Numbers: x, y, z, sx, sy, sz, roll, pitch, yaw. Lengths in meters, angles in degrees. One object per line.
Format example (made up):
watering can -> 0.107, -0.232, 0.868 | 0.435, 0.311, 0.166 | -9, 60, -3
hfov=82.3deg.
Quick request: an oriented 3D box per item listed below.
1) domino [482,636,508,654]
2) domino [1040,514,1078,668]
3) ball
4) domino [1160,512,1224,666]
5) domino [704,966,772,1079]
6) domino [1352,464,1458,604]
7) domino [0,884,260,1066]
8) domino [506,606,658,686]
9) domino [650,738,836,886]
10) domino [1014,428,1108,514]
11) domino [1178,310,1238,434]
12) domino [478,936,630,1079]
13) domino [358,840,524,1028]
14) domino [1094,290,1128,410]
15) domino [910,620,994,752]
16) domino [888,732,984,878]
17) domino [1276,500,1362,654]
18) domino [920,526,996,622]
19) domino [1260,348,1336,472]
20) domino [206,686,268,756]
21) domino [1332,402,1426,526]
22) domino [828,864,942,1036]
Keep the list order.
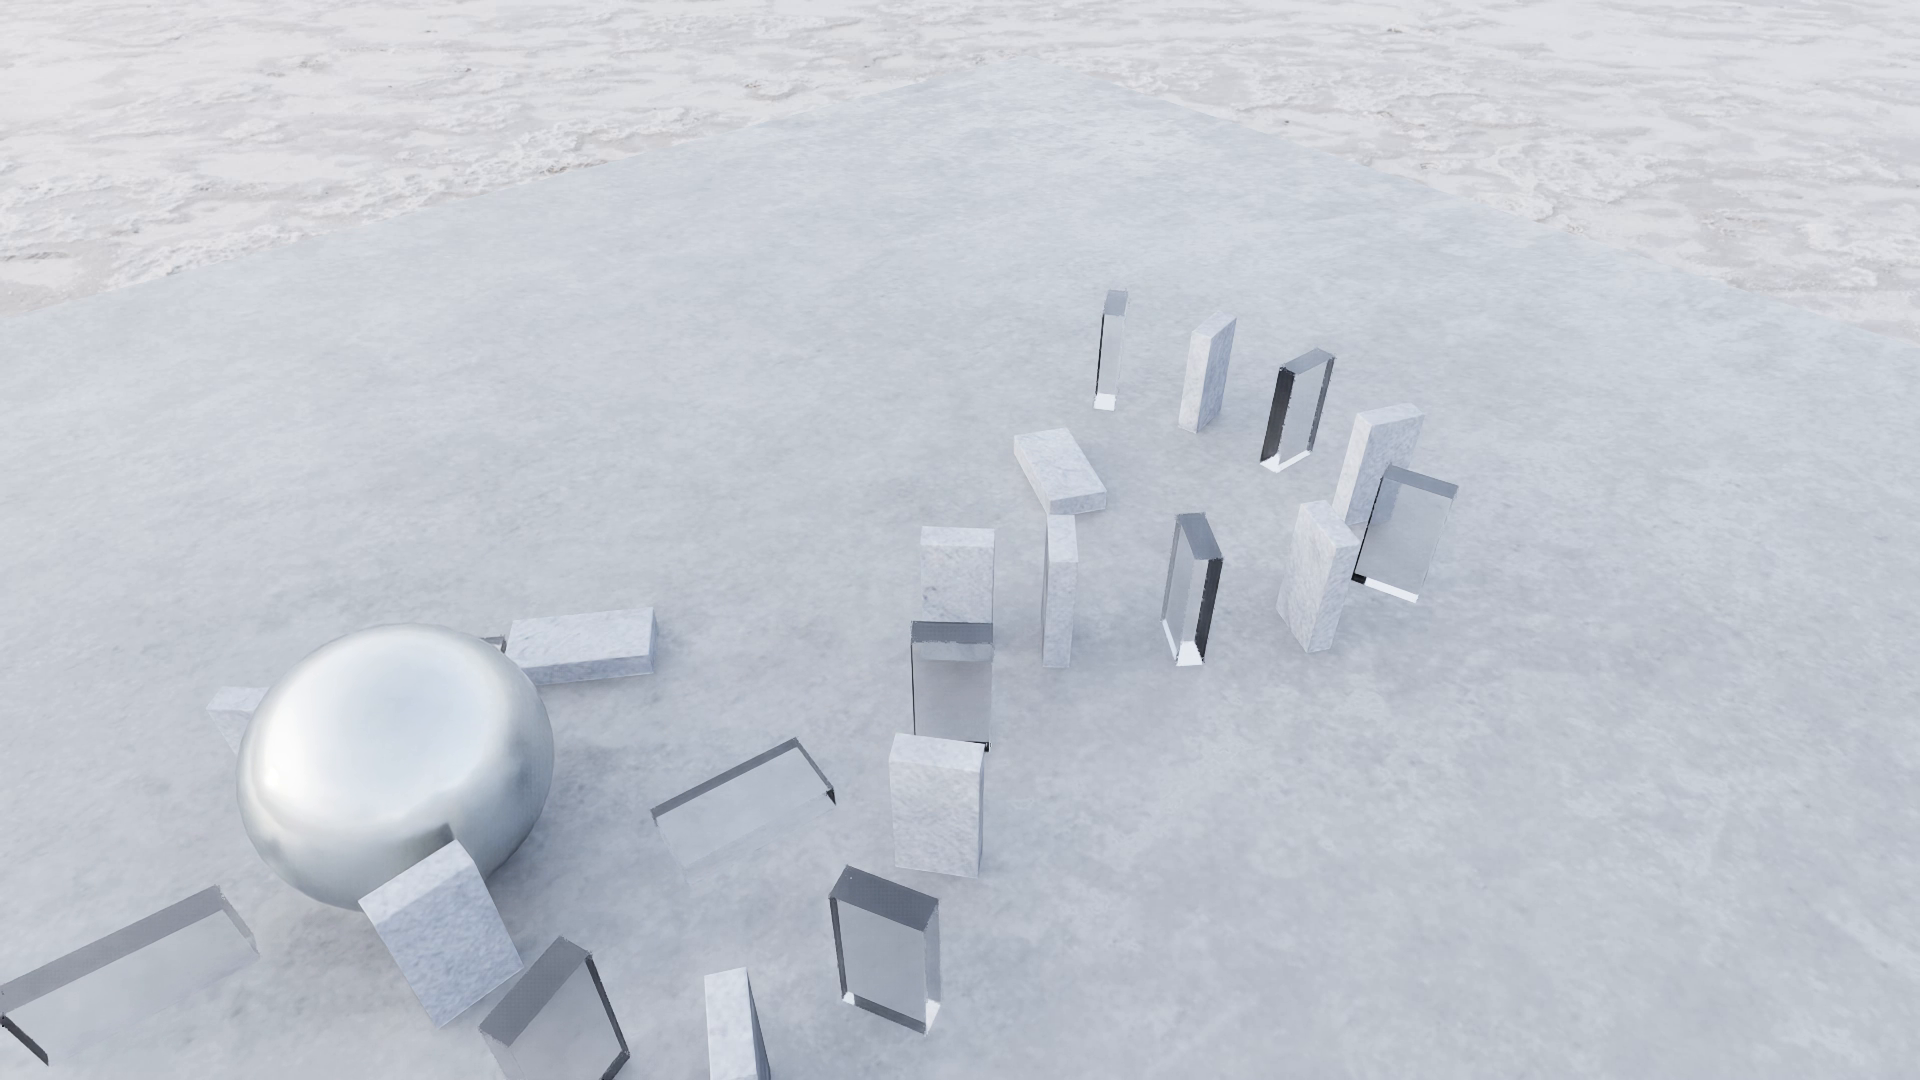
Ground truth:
domino -> -0.186, 0.048, 0.385 | 0.050, 0.009, 0.025 | -5, 40, -6
domino -> 0.035, 0.018, 0.389 | 0.009, 0.050, 0.025 | 1, 39, 1
ball -> -0.157, 0.063, 0.311 | 0.080, 0.080, 0.080 | 0, 39, 0
domino -> 0.082, 0.018, 0.390 | 0.010, 0.050, 0.025 | -3, 39, -4
domino -> -0.051, 0.126, 0.258 | 0.010, 0.050, 0.025 | -9, 40, -10
domino -> 0.167, -0.002, 0.414 | 0.025, 0.050, 0.009 | 22, 44, 25
domino -> -0.219, 0.115, 0.291 | 0.050, 0.025, 0.010 | -25, 46, -28
domino -> -0.136, 0.038, 0.397 | 0.050, 0.009, 0.025 | -5, 40, -7
domino -> -0.067, 0.083, 0.342 | 0.050, 0.009, 0.025 | -24, 45, -26
domino -> 0.043, -0.030, 0.480 | 0.025, 0.010, 0.050 | -10, 40, -12
domino -> 0.114, -0.077, 0.505 | 0.009, 0.050, 0.025 | 26, 46, 28
domino -> -0.096, 0.121, 0.264 | 0.009, 0.050, 0.025 | 19, 43, 21
domino -> -0.133, 0.103, 0.286 | 0.009, 0.050, 0.025 | 32, 49, 33
domino -> 0.072, -0.090, 0.521 | 0.010, 0.050, 0.025 | 8, 40, 9
domino -> -0.002, 0.048, 0.353 | 0.025, 0.050, 0.009 | 2, 39, 2
domino -> -0.006, 0.077, 0.317 | 0.025, 0.050, 0.009 | 6, 40, 7
domino -> 0.128, 0.013, 0.395 | 0.009, 0.050, 0.025 | -9, 40, -11
domino -> -0.001, 0.018, 0.389 | 0.025, 0.050, 0.009 | 2, 39, 3
domino -> 0.147, -0.056, 0.480 | 0.025, 0.050, 0.010 | -27, 46, -29
domino -> -0.213, 0.060, 0.358 | 0.050, 0.025, 0.009 | 1, 39, 2
domino -> 0.170, -0.030, 0.449 | 0.025, 0.050, 0.009 | -13, 41, -15
domino -> -0.018, 0.106, 0.282 | 0.025, 0.050, 0.010 | 15, 42, 17
